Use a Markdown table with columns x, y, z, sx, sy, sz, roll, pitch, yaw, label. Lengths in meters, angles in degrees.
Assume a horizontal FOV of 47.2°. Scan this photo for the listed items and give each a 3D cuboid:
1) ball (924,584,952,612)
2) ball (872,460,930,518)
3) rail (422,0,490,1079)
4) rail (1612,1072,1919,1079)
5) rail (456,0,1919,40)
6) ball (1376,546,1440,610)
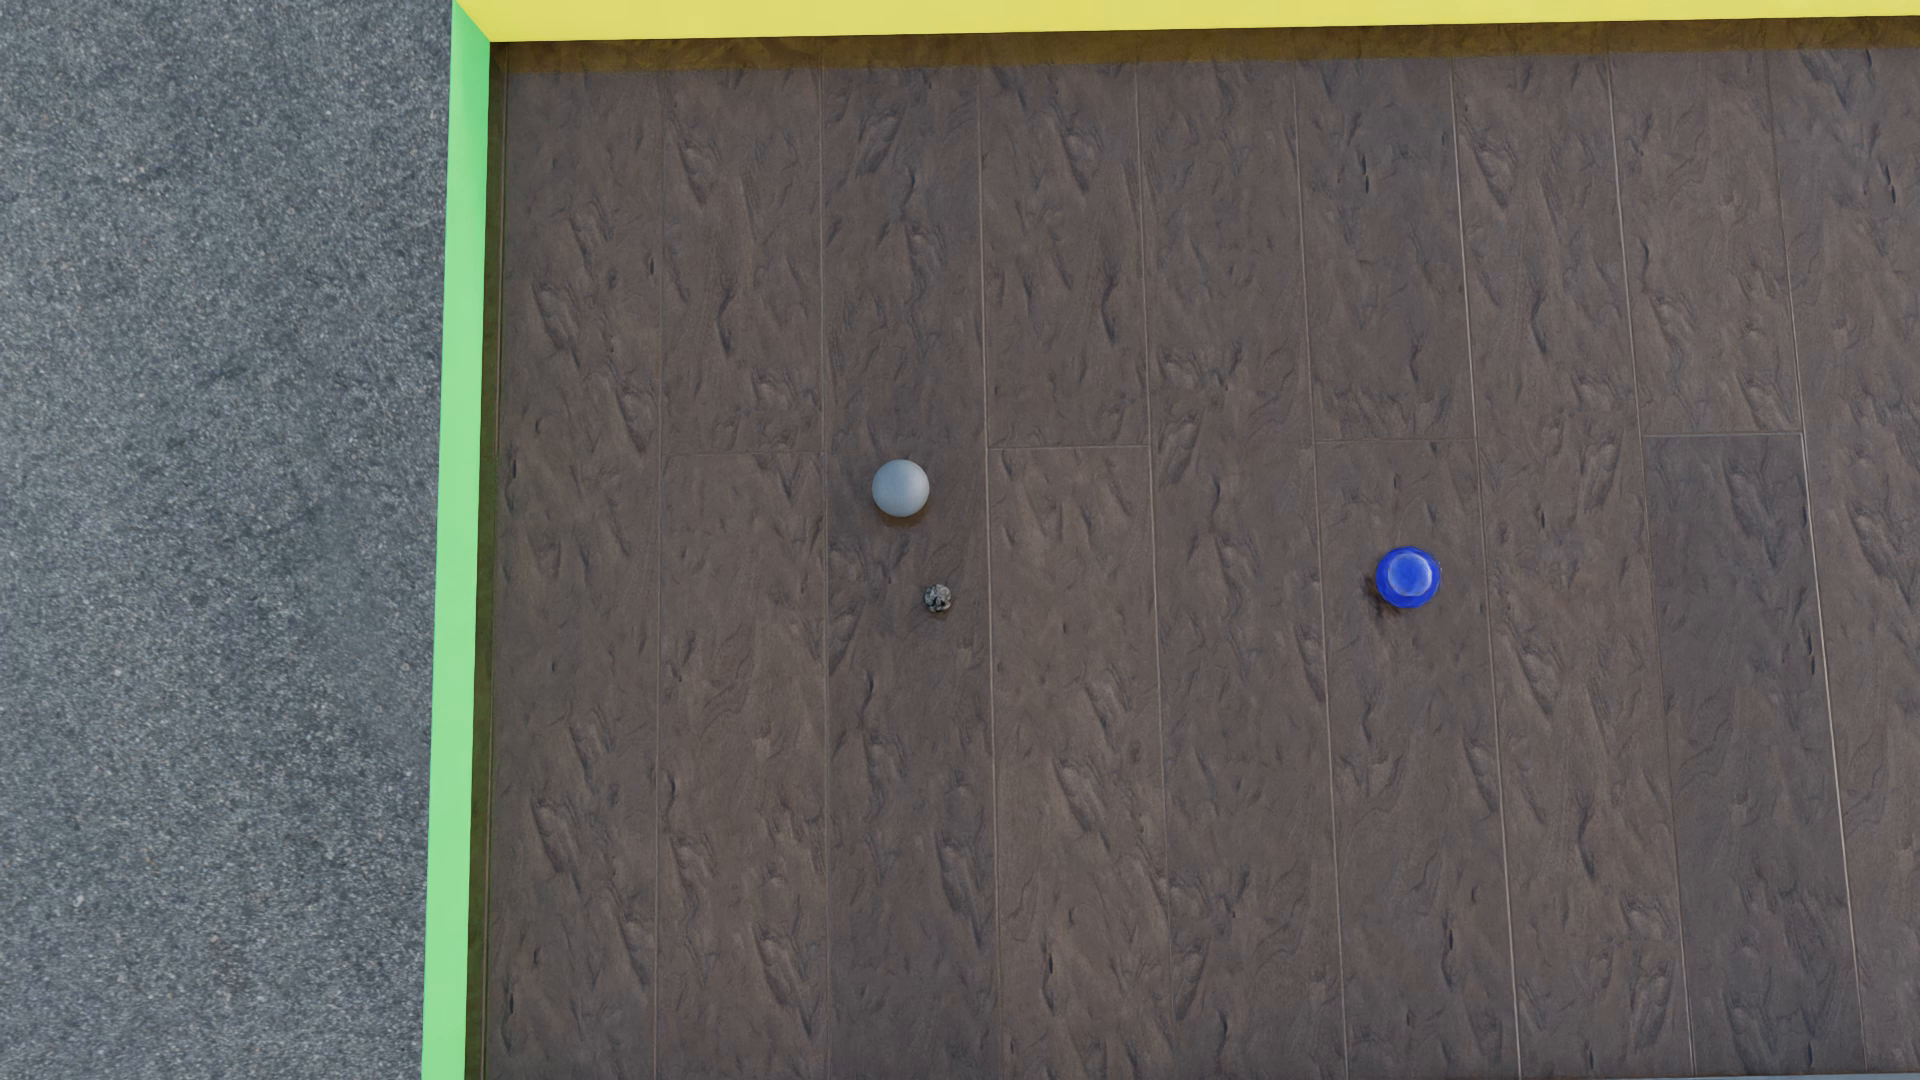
| x | y | z | sx | sy | sz | roll | pitch | yaw | label |
| --- | --- | --- | --- | --- | --- | --- | --- | --- | --- |
| -0.033 | 0.087 | 3.298 | 0.043 | 0.043 | 0.043 | 0 | 78 | 0 | ball |
| -0.089 | -0.078 | 3.309 | 0.087 | 0.087 | 0.087 | 0 | 78 | 0 | ball |
| -0.741 | 0.009 | 3.272 | 0.045 | 0.122 | 1.701 | -1 | 78 | 0 | rail |
| 0.782 | 0.789 | 3.112 | 3.060 | 0.122 | 0.045 | -1 | 78 | 0 | rail |
| 0.748 | -0.831 | 3.445 | 3.060 | 0.122 | 0.045 | -1 | 78 | 0 | rail |
| 0.667 | 0.056 | 3.278 | 0.094 | 0.094 | 0.094 | 0 | 78 | 0 | ball |
